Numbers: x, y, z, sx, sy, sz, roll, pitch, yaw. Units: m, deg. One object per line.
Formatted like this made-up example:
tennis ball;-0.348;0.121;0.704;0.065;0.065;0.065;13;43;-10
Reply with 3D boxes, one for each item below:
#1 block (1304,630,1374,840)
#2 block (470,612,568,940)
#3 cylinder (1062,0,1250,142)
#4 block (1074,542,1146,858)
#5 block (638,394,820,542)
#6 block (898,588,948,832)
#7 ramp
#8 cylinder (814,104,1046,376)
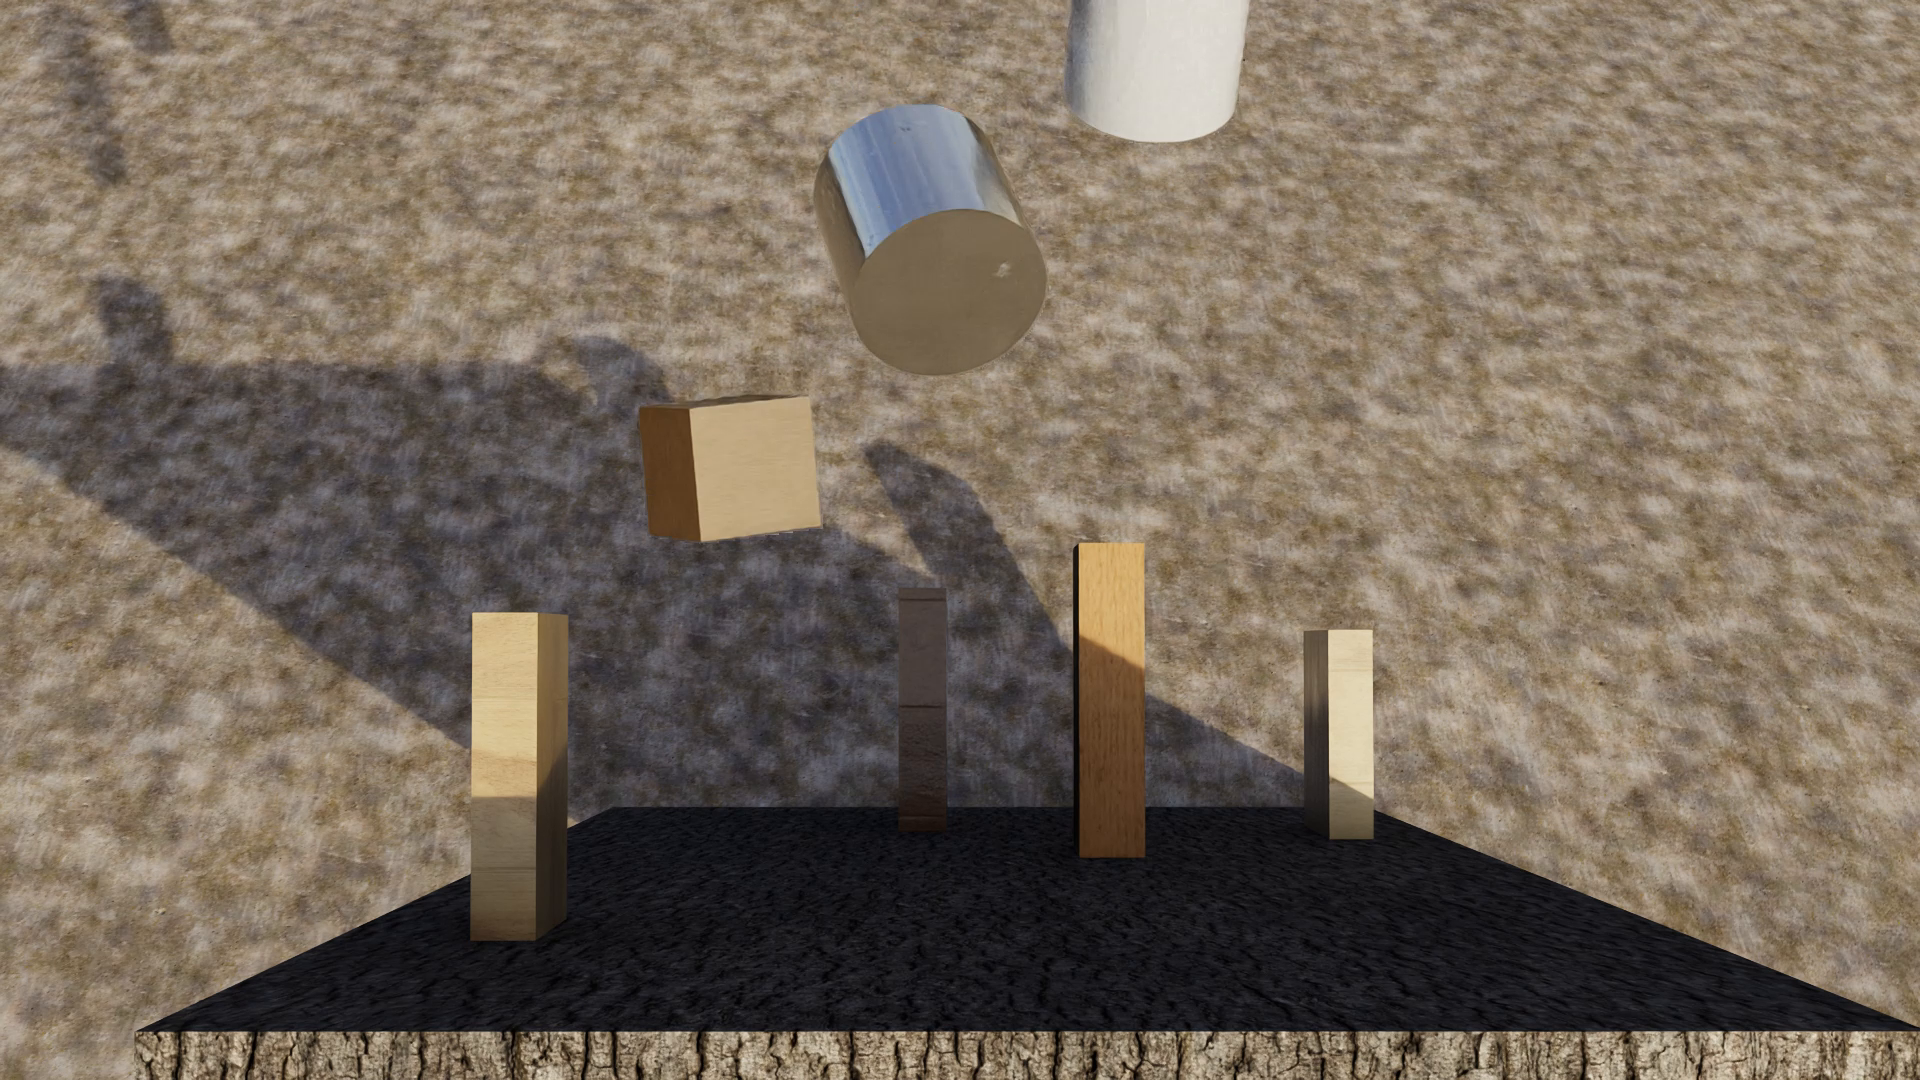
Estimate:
block;0.866;0.439;5.968;0.098;0.463;0.419;0;-2;0
block;-0.666;0.351;3.947;0.095;0.478;0.301;0;-2;0
cylinder;0.197;-0.520;2.592;0.177;0.177;0.177;2;41;-2
block;0.308;0.330;5.407;0.133;0.637;0.272;0;-2;0
block;-0.271;-0.087;3.048;0.152;0.152;0.152;-8;7;-29
block;-0.086;0.400;6.230;0.110;0.562;0.445;0;-2;0
ramp;0.080;0.678;4.894;2.000;0.100;4.000;0;-2;0
cylinder;-0.030;-0.282;2.436;0.183;0.183;0.183;-8;41;-11
